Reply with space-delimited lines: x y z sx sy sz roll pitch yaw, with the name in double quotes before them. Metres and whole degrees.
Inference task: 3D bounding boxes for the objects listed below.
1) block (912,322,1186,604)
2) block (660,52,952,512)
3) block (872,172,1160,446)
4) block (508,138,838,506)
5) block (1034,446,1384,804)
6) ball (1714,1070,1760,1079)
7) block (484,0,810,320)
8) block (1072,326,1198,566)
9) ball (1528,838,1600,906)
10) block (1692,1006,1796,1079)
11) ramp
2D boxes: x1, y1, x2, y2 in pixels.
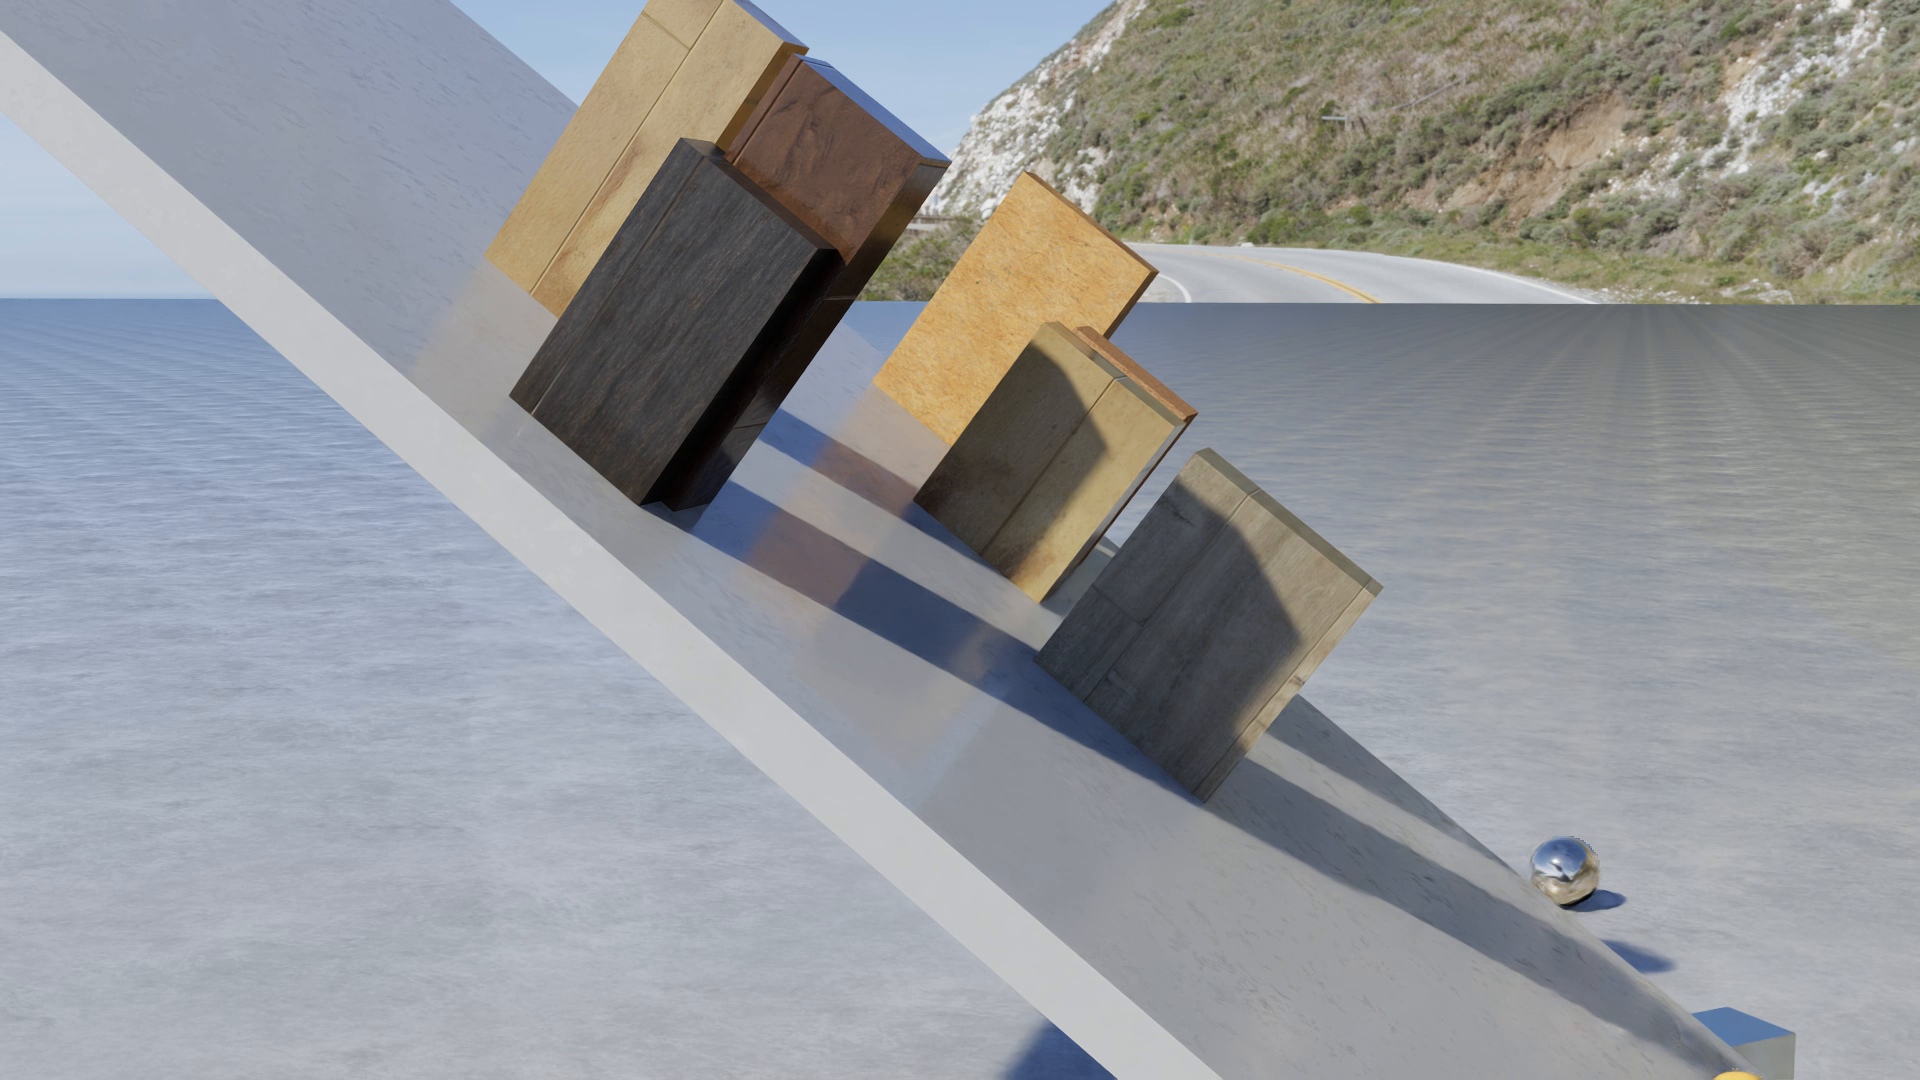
"block" 0.171 -0.151 4.250 0.320 0.434 0.112 40 16 9
"block" -0.327 -0.394 3.425 0.258 0.679 0.145 40 16 9
"block" 0.117 -0.461 4.767 0.349 0.568 0.093 40 16 9
"block" -0.436 -0.332 3.366 0.272 0.489 0.118 40 16 9
"block" 0.437 0.149 3.890 0.395 0.477 0.130 40 16 9
"ball" 1.461 1.063 4.125 0.131 0.131 0.131 0 7 0
"block" -0.550 -0.675 3.836 0.241 0.628 0.122 40 16 9
"block" 0.245 -0.191 4.569 0.293 0.409 0.129 40 16 9
"ball" 1.771 0.974 6.451 0.202 0.202 0.202 0 7 0
"block" 1.691 1.168 4.852 0.197 0.197 0.197 -3 8 -26
"ramp" -0.044 0.101 4.060 4.000 0.100 2.000 40 16 9
